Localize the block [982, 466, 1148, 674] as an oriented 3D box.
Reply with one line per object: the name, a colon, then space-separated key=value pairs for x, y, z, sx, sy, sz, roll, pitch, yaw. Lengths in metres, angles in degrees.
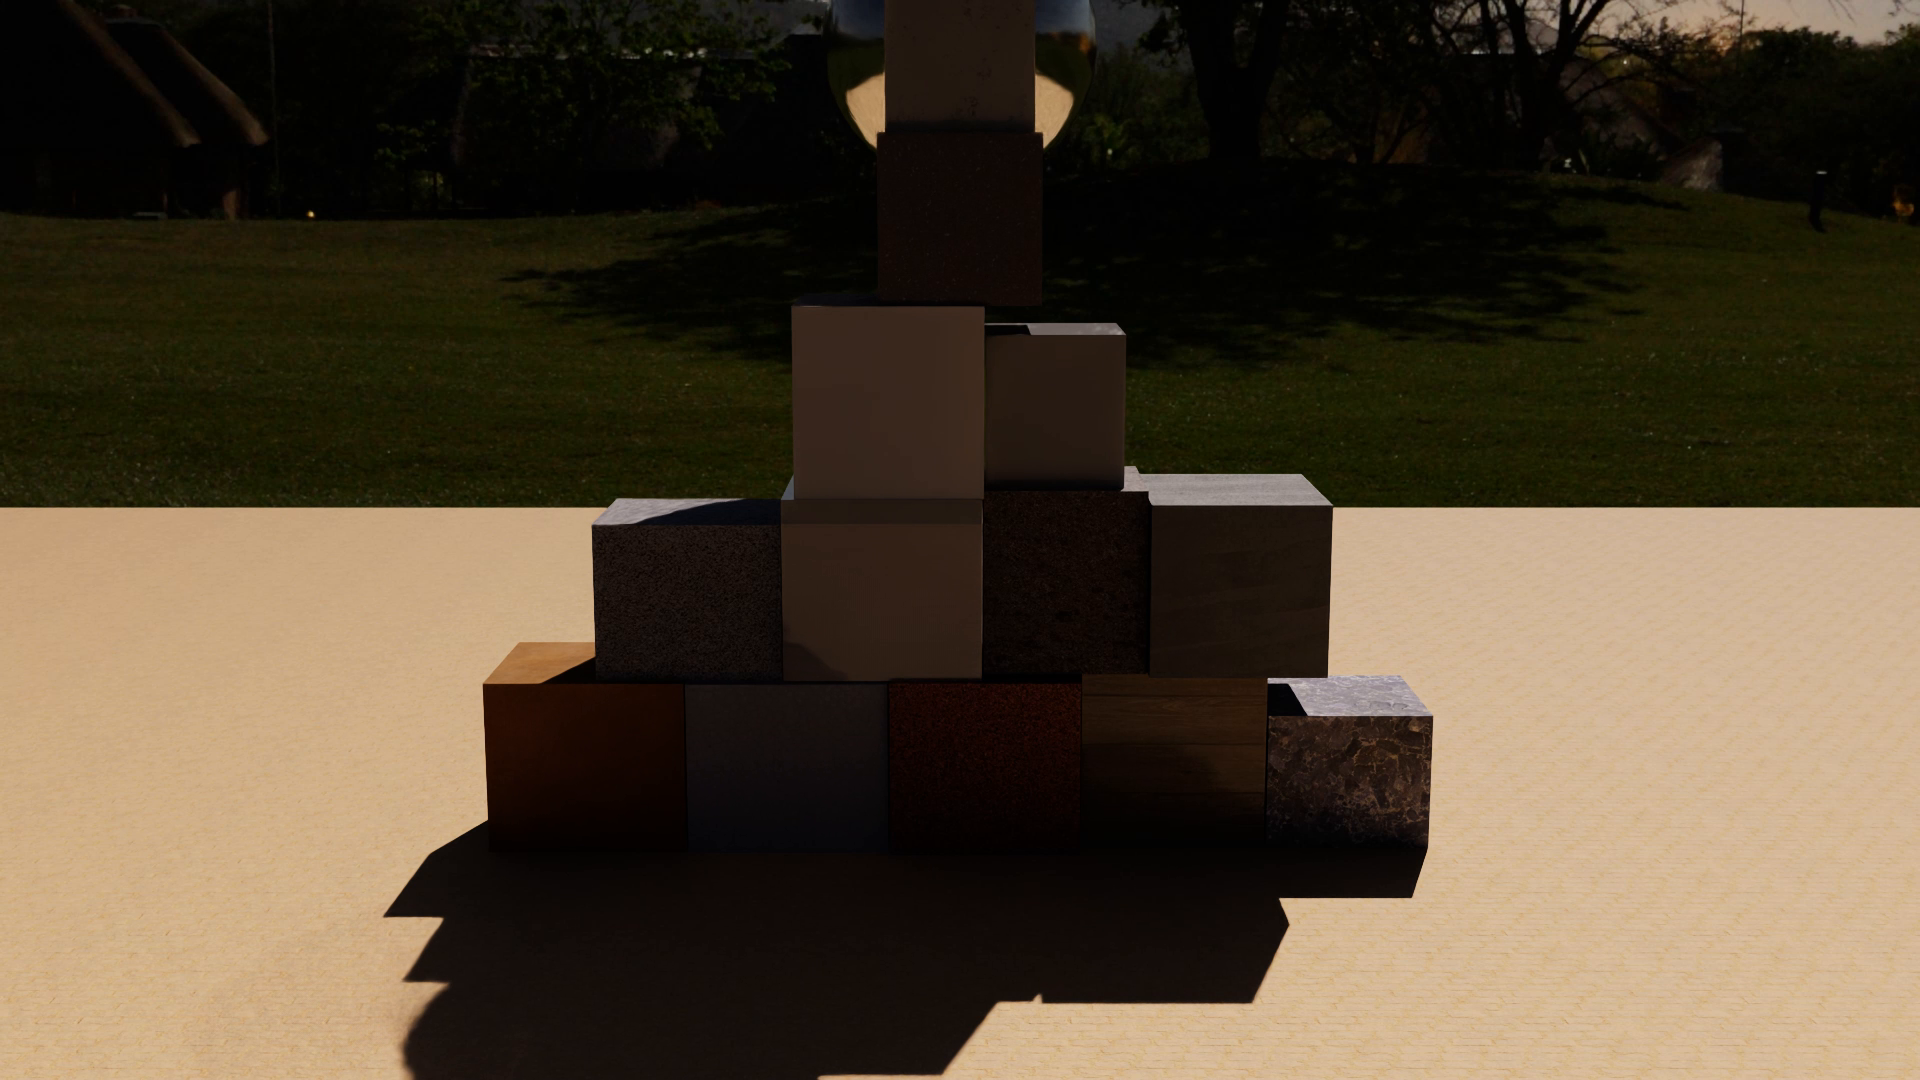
block: x=0.518 y=0.138 z=11.192 sx=0.802 sy=0.915 sz=0.831 roll=0 pitch=10 yaw=0

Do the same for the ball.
ball: x=0.000 y=-2.879 z=12.765 sx=1.600 sy=1.600 sz=1.600 roll=0 pitch=10 yaw=0

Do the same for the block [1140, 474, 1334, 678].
block: x=1.367 y=0.164 z=11.207 sx=0.875 sy=0.859 sz=1.010 roll=0 pitch=10 yaw=0

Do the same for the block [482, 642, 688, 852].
block: x=-1.859 y=1.052 z=11.364 sx=0.989 sy=0.864 sz=0.913 roll=0 pitch=10 yaw=0

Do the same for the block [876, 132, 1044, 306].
block: x=0.000 y=-1.599 z=10.884 sx=0.788 sy=0.817 sz=0.836 roll=0 pitch=10 yaw=0

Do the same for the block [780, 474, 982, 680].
block: x=-0.382 y=0.168 z=11.203 sx=0.978 sy=0.905 sz=0.905 roll=0 pitch=10 yaw=0

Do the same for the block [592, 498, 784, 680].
block: x=-1.342 y=0.240 z=11.227 sx=0.924 sy=0.783 sz=0.804 roll=0 pitch=10 yaw=0

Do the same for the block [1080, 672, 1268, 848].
block: x=1.065 y=1.031 z=11.370 sx=0.920 sy=0.904 sz=0.807 roll=0 pitch=10 yaw=0

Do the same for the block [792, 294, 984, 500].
block: x=-0.345 y=-0.739 z=11.048 sx=0.924 sy=0.935 sz=0.900 roll=0 pitch=10 yaw=0

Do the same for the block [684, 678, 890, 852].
block: x=-0.856 y=1.052 z=11.367 sx=0.997 sy=0.863 sz=0.953 roll=0 pitch=10 yaw=0

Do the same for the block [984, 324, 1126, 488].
block: x=0.466 y=-0.687 z=11.069 sx=0.680 sy=0.752 sz=0.700 roll=0 pitch=10 yaw=0

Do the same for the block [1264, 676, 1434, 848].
block: x=1.945 y=1.136 z=11.406 sx=0.818 sy=0.684 sz=0.843 roll=0 pitch=10 yaw=0

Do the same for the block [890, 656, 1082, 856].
block: x=0.124 y=1.046 z=11.361 sx=0.943 sy=0.878 sz=1.011 roll=0 pitch=10 yaw=0

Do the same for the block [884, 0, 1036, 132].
block: x=0.000 y=-2.391 z=10.745 sx=0.712 sy=0.791 sz=0.729 roll=0 pitch=10 yaw=0
